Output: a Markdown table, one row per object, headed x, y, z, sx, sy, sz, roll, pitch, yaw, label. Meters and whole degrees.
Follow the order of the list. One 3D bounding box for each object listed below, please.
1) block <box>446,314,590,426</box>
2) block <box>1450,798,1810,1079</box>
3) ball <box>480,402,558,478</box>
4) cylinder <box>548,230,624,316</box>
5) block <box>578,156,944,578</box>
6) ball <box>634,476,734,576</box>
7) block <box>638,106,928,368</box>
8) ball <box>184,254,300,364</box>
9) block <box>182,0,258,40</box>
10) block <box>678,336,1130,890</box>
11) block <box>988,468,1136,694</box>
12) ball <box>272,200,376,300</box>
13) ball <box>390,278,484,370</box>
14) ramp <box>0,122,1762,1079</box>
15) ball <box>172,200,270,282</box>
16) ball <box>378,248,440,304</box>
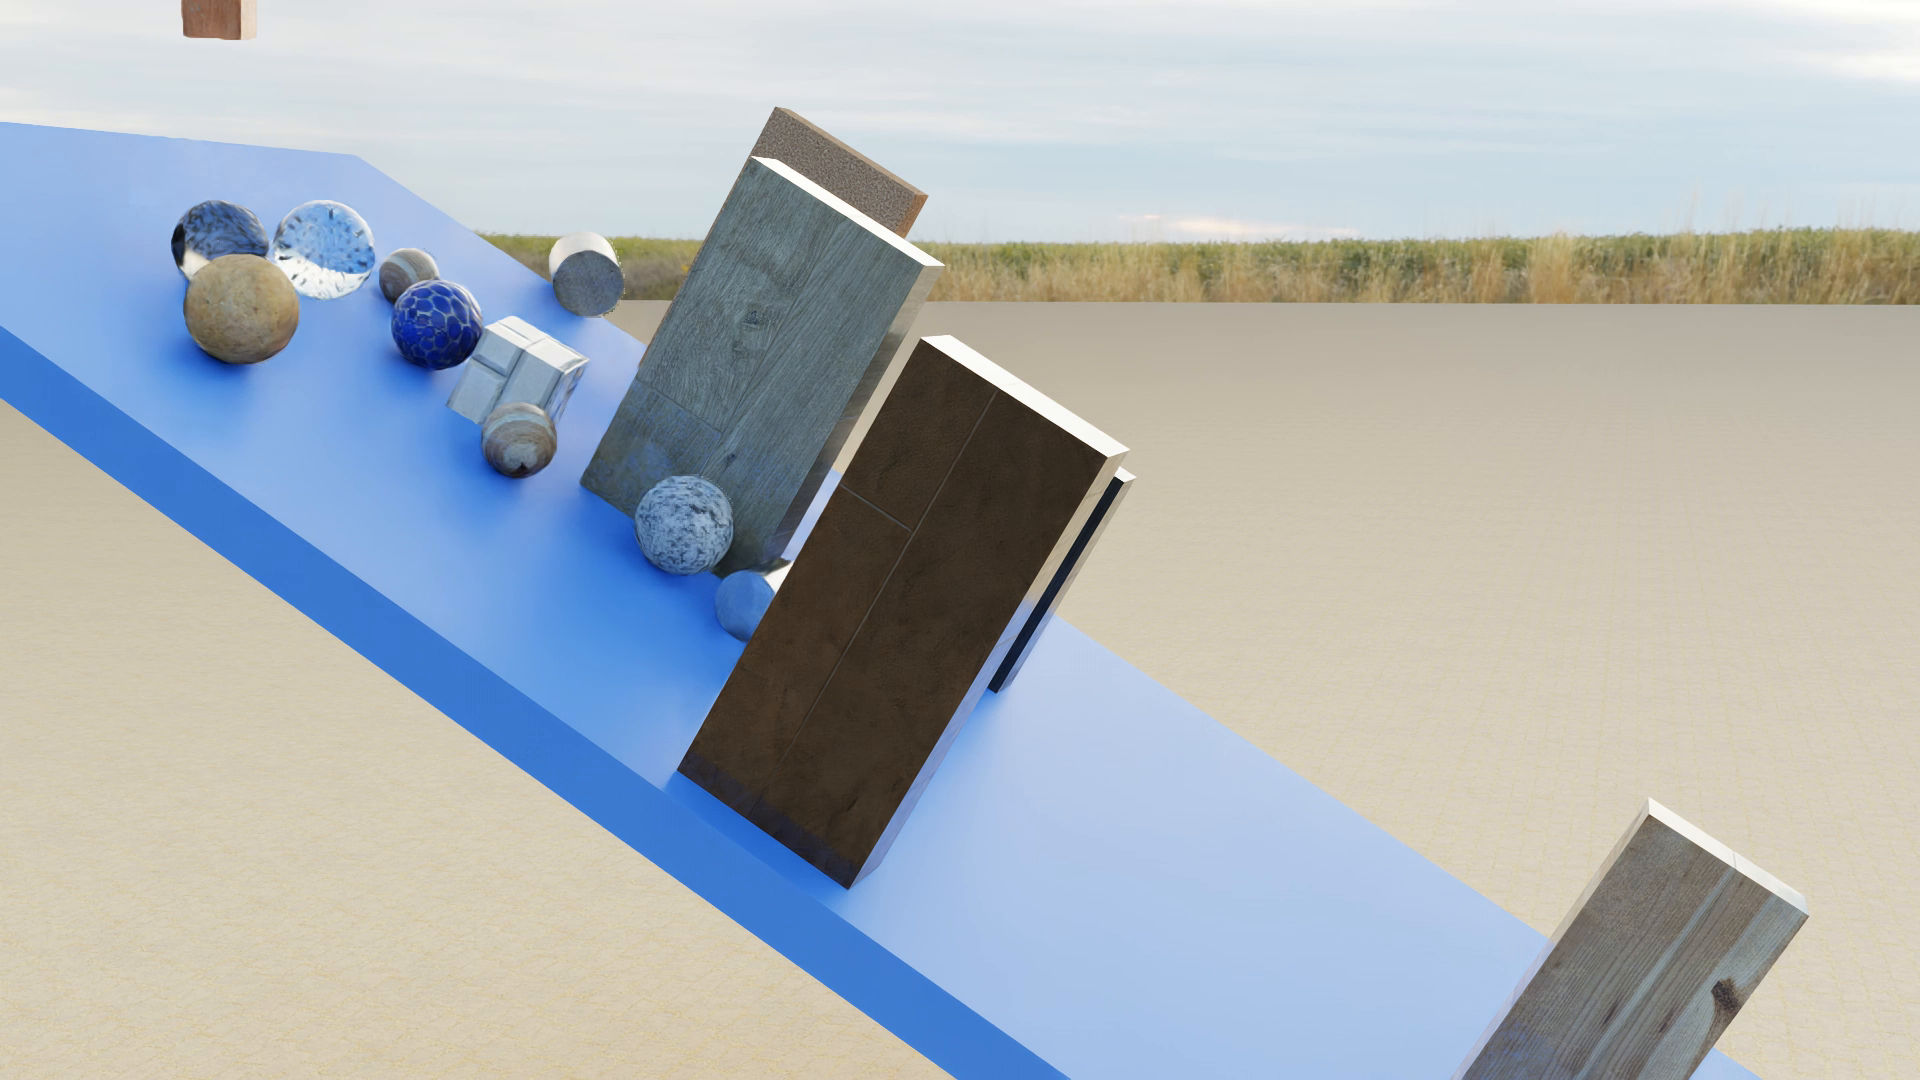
| x | y | z | sx | sy | sz | roll | pitch | yaw | label |
| --- | --- | --- | --- | --- | --- | --- | --- | --- | --- |
| -0.843 | -0.301 | 4.203 | 0.172 | 0.172 | 0.172 | 30 | 15 | -2 | block |
| 1.048 | 0.749 | 3.511 | 0.278 | 0.616 | 0.113 | 33 | 15 | 11 | block |
| -0.795 | -0.181 | 3.964 | 0.138 | 0.138 | 0.138 | 0 | 7 | 0 | ball |
| -0.890 | -0.633 | 5.228 | 0.162 | 0.162 | 0.162 | -2 | 25 | -14 | cylinder |
| -0.373 | -0.304 | 4.077 | 0.381 | 0.700 | 0.121 | 33 | 15 | 11 | block |
| -0.495 | -0.026 | 3.951 | 0.180 | 0.180 | 0.180 | 0 | 7 | 0 | ball |
| -0.406 | -0.584 | 4.984 | 0.385 | 0.678 | 0.089 | 33 | 15 | 11 | block |
| -1.221 | -0.393 | 3.738 | 0.189 | 0.189 | 0.189 | 0 | 7 | 0 | ball |
| -1.458 | -1.048 | 4.334 | 0.113 | 0.113 | 0.113 | 3 | 15 | -2 | block |
| -0.088 | 0.105 | 3.185 | 0.312 | 0.743 | 0.135 | 33 | 15 | 11 | block |
| 0.059 | -0.008 | 4.341 | 0.364 | 0.495 | 0.105 | 33 | 15 | 11 | block |
| -1.234 | -0.563 | 4.268 | 0.193 | 0.193 | 0.193 | 0 | 7 | 0 | ball |
| -1.011 | -0.417 | 4.253 | 0.175 | 0.175 | 0.175 | 0 | 7 | 0 | ball |
| -0.170 | 0.281 | 4.121 | 4.000 | 0.100 | 2.000 | 33 | 15 | 11 | ramp |
| -1.346 | -0.534 | 4.003 | 0.169 | 0.169 | 0.169 | 0 | 7 | 0 | ball |
| -1.133 | -0.539 | 4.524 | 0.123 | 0.123 | 0.123 | 0 | 7 | 0 | ball |
